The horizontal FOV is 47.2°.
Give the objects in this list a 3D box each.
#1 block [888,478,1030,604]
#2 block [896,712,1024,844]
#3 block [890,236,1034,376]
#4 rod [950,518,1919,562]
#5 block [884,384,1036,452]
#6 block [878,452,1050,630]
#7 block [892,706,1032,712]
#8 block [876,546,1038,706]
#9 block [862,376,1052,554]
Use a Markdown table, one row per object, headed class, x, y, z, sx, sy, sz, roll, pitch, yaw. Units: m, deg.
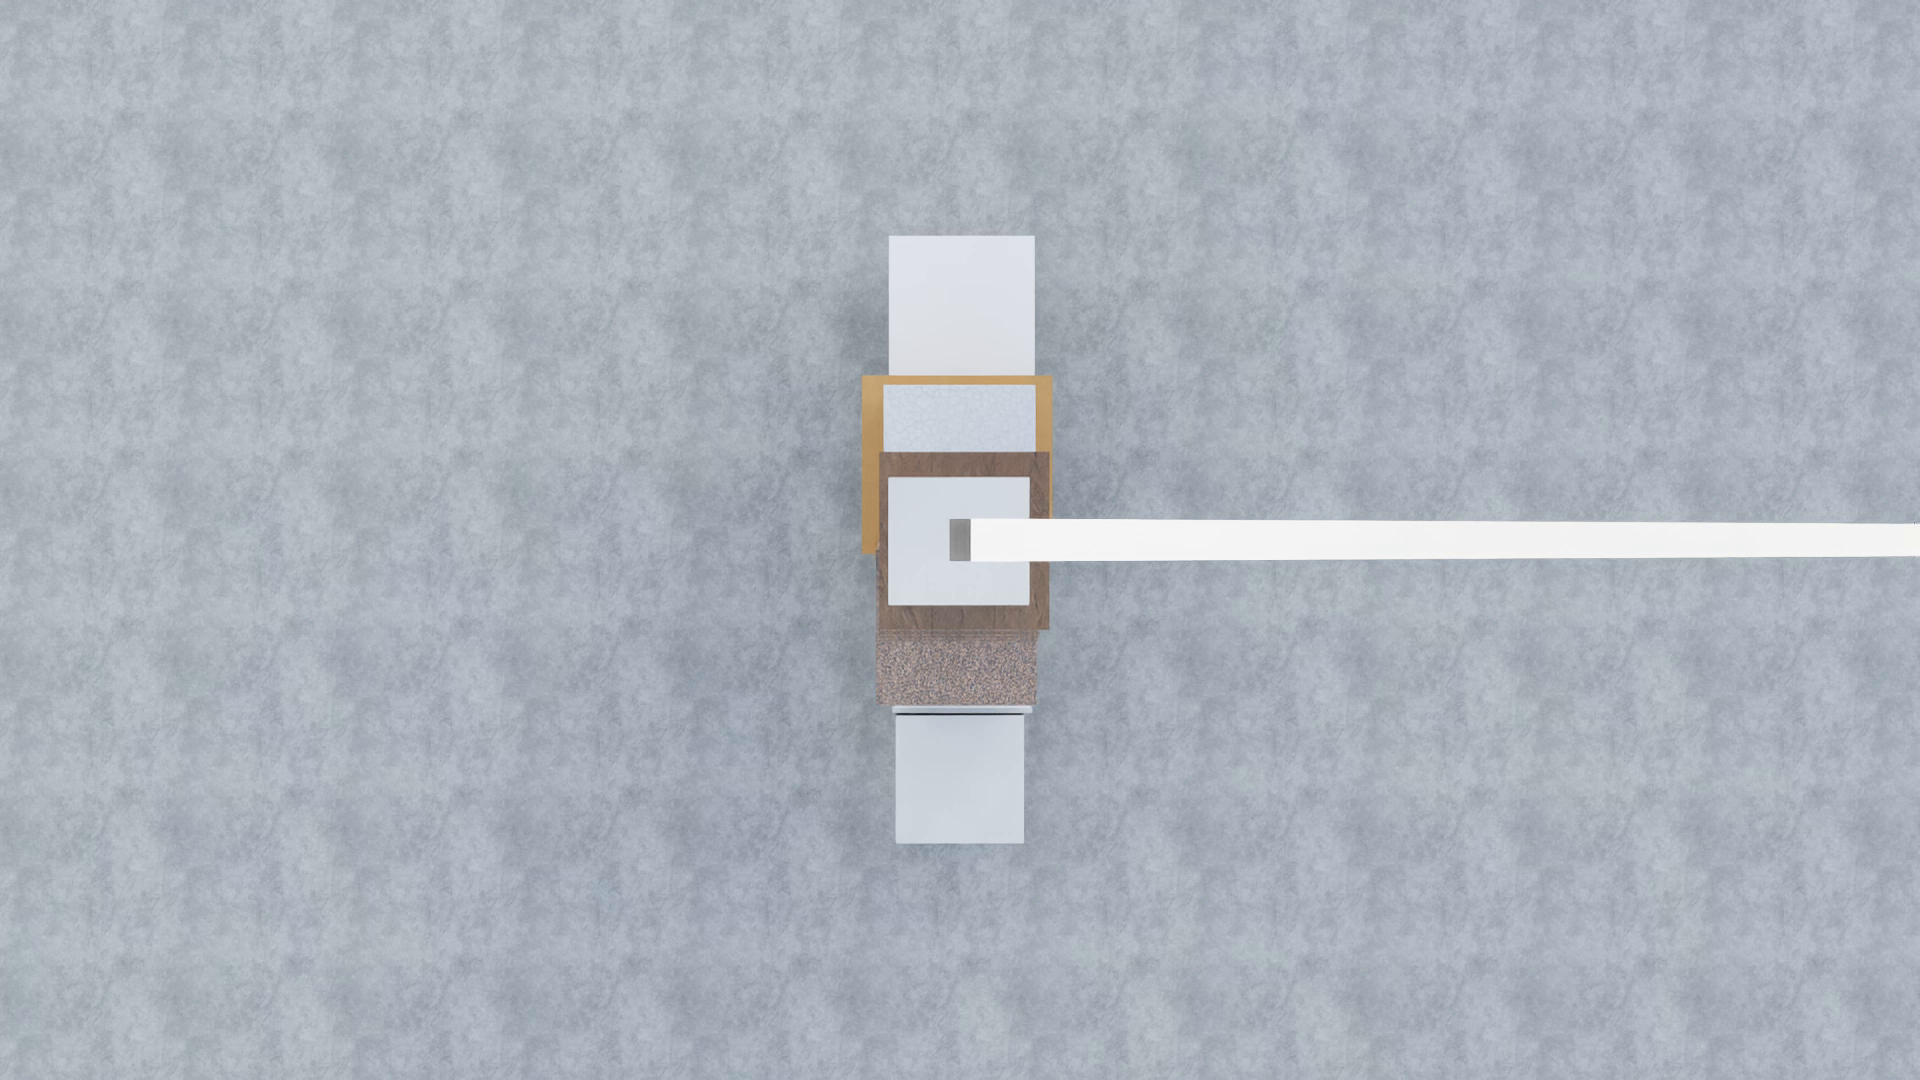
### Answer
| class | x | y | z | sx | sy | sz | roll | pitch | yaw |
| --- | --- | --- | --- | --- | --- | --- | --- | --- | --- |
| block | -0.004 | 0.004 | 8.503 | 0.527 | 0.533 | 0.478 | 0 | 90 | 0 |
| block | -0.001 | 1.325 | 12.584 | 0.710 | 0.832 | 0.705 | 0 | 90 | 0 |
| block | 0.010 | -1.270 | 12.561 | 0.803 | 0.878 | 0.815 | 0 | 90 | 0 |
| rod | 2.234 | 0.000 | 5.472 | 5.200 | 0.080 | 0.080 | 0 | 90 | -31 |
| block | -0.003 | -0.388 | 10.949 | 0.729 | 0.792 | 0.712 | 0 | 90 | 0 |
| block | 0.017 | 0.003 | 9.114 | 0.680 | 0.688 | 0.710 | 0 | 90 | 0 |
| block | 0.013 | 0.519 | 12.619 | 0.778 | 0.763 | 0.887 | 0 | 90 | 0 |
| block | -0.017 | 0.393 | 11.027 | 0.783 | 0.694 | 0.766 | 0 | 95 | 0 |
| block | -0.014 | -0.389 | 11.749 | 0.983 | 0.808 | 0.921 | 0 | 90 | 0 |
